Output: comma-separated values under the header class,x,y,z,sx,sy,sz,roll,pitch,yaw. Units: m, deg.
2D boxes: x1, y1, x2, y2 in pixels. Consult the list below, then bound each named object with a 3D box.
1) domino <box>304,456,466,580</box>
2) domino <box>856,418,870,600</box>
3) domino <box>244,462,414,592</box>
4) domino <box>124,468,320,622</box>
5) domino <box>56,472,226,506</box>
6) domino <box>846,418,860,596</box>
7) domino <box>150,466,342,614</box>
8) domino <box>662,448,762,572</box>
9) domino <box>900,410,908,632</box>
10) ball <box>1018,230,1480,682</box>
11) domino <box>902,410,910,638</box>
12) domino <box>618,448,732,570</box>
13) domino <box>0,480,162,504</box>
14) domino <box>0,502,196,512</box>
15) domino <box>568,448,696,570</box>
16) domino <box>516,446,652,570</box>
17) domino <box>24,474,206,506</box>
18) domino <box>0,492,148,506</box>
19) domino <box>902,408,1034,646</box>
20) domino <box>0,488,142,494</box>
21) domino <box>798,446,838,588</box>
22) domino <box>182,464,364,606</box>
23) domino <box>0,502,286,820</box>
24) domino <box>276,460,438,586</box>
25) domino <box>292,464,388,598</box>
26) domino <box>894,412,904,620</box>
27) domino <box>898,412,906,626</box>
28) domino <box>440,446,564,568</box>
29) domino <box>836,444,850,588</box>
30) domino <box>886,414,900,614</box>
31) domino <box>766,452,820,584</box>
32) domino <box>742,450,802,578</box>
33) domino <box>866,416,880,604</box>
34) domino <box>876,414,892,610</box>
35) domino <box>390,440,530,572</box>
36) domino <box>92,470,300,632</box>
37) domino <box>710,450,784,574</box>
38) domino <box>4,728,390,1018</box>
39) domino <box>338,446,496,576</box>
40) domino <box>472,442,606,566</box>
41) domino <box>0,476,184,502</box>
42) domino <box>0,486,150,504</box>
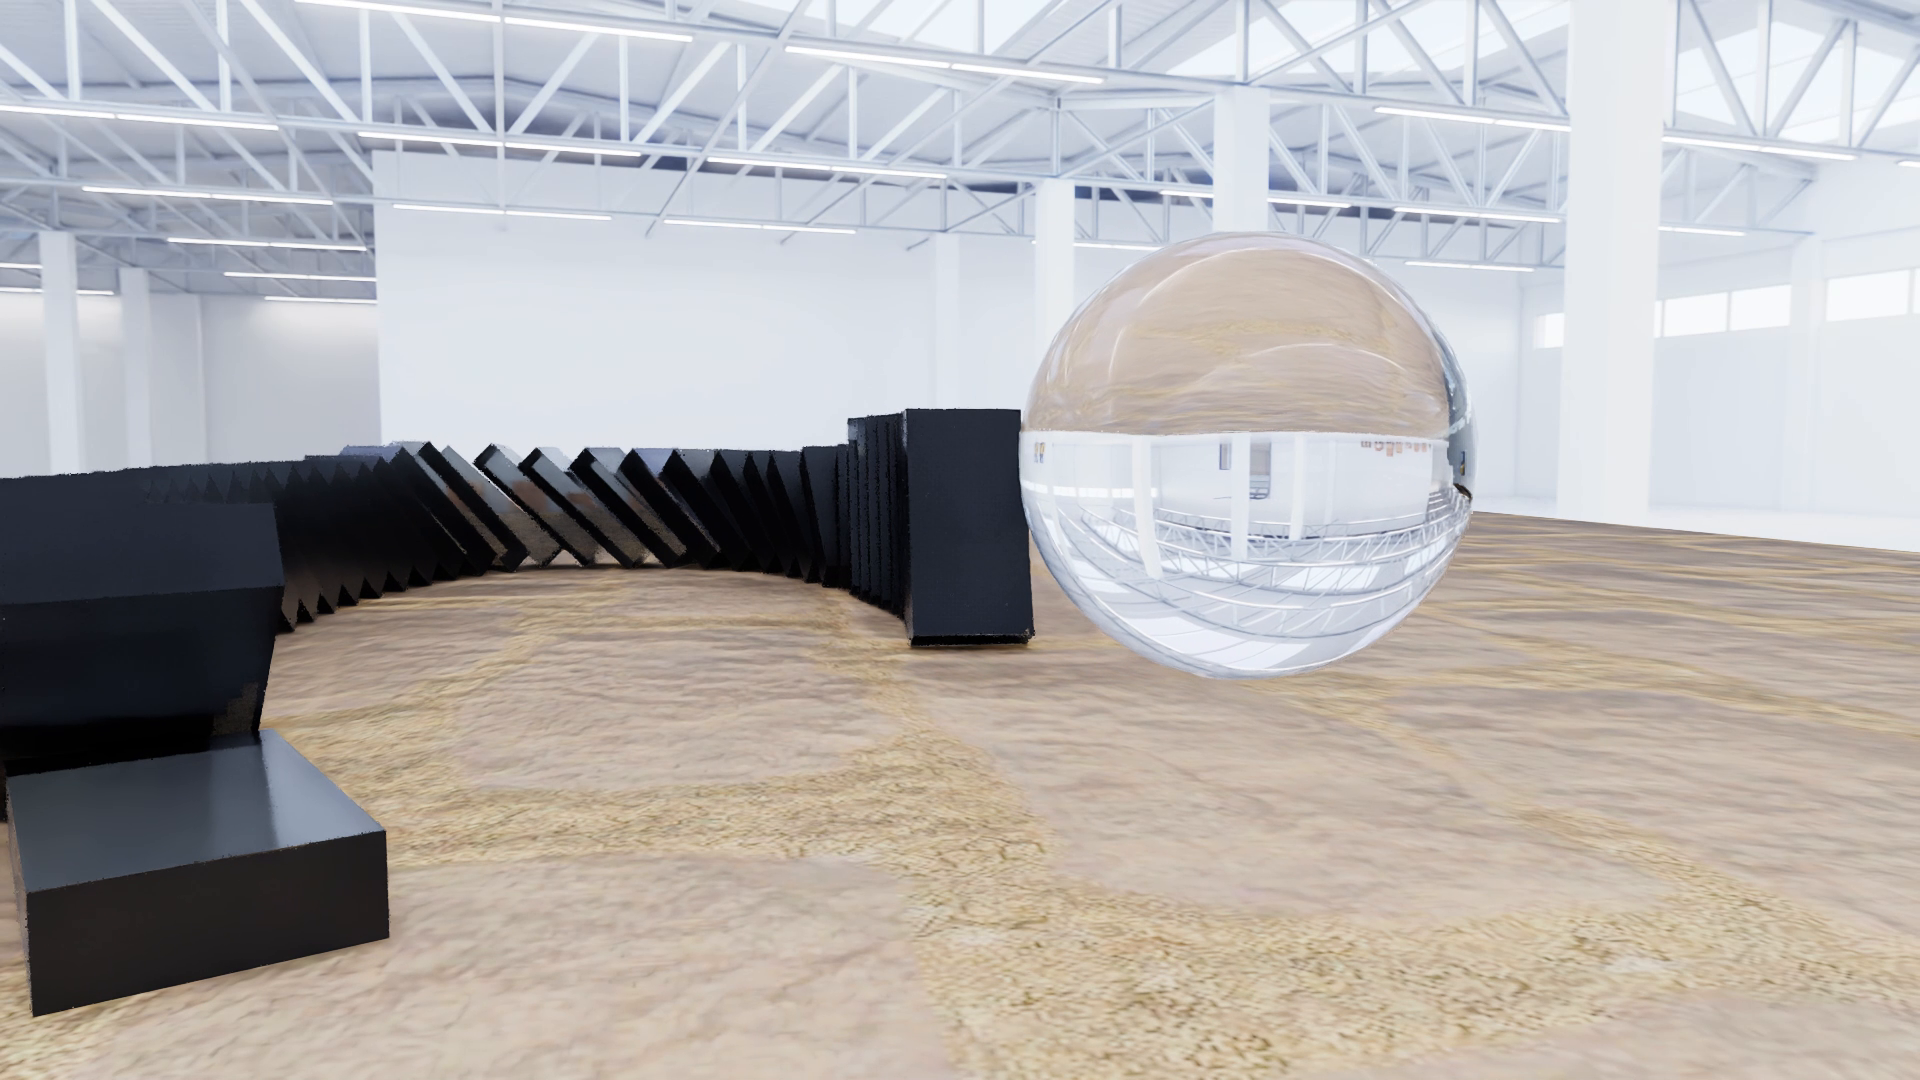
class,x,y,z,sx,sy,sz,roll,pitch,yaw
domino,-0.173,-0.006,0.385,0.025,0.009,0.050,1,-35,14
domino,-0.015,-0.009,0.354,0.025,0.050,0.010,-1,-18,-7
domino,-0.173,-0.003,0.351,0.025,0.009,0.050,0,-33,2
domino,-0.164,0.002,0.286,0.025,0.009,0.050,-1,-32,-10
domino,-0.156,0.005,0.254,0.025,0.009,0.050,-1,-32,-12
domino,-0.019,-0.010,0.365,0.025,0.050,0.009,-1,-18,-8
domino,-0.168,0.001,0.302,0.025,0.009,0.050,0,-33,-5
domino,-0.079,-0.011,0.443,0.025,0.009,0.050,-5,49,-53
domino,0.000,-0.005,0.294,0.025,0.050,0.010,-1,-17,-7
ball,0.050,-0.015,0.231,0.080,0.080,0.080,0,4,0
domino,0.001,-0.004,0.284,0.025,0.050,0.010,-1,-17,-7
domino,-0.094,-0.012,0.448,0.050,0.010,0.025,47,21,16
domino,-0.139,0.008,0.208,0.025,0.010,0.050,-1,-32,-17
domino,-0.103,0.013,0.149,0.025,0.009,0.050,-3,-30,-31
domino,-0.111,-0.012,0.450,0.050,0.010,0.025,44,11,6
domino,-0.128,-0.012,0.445,0.050,0.009,0.025,44,2,-4
domino,-0.150,0.006,0.238,0.025,0.009,0.050,-1,-32,-15
domino,-0.114,0.012,0.163,0.025,0.010,0.050,-3,-30,-25
domino,0.001,-0.003,0.274,0.025,0.050,0.010,-1,-17,-7
domino,-0.123,0.011,0.177,0.025,0.010,0.050,-2,-30,-23
domino,-0.033,-0.008,0.396,0.025,0.009,0.050,-1,49,-18
domino,-0.170,0.000,0.318,0.025,0.010,0.050,0,-33,-4
domino,-0.089,0.014,0.137,0.025,0.010,0.050,-4,-29,-35
domino,-0.173,-0.004,0.367,0.025,0.009,0.050,0,-33,5
domino,-0.172,-0.001,0.335,0.025,0.009,0.050,0,-33,0
domino,-0.003,-0.006,0.315,0.025,0.050,0.010,-1,-17,-7
domino,-0.001,-0.005,0.304,0.025,0.050,0.009,0,-17,-7
domino,-0.159,-0.011,0.438,0.050,0.010,0.025,45,-13,-18
domino,-0.024,-0.008,0.384,0.025,0.009,0.050,2,48,-9
domino,-0.005,-0.007,0.324,0.025,0.050,0.009,-1,-17,-7
domino,-0.043,-0.008,0.410,0.025,0.010,0.050,-2,46,-26
domino,-0.052,-0.009,0.423,0.025,0.010,0.050,-2,45,-31
domino,-0.012,-0.008,0.344,0.025,0.050,0.009,-1,-17,-7
domino,-0.009,-0.008,0.334,0.025,0.050,0.009,-1,-17,-7
domino,-0.166,-0.011,0.420,0.025,0.050,0.009,4,48,42
domino,-0.160,0.004,0.270,0.025,0.009,0.050,-1,-32,-12
domino,-0.063,-0.010,0.435,0.025,0.009,0.050,-2,46,-40
domino,-0.074,0.029,0.122,0.025,0.009,0.050,-3,5,-38
domino,-0.171,-0.009,0.403,0.025,0.010,0.050,2,-40,26
domino,-0.144,-0.012,0.445,0.050,0.009,0.025,44,-4,-5
domino,-0.145,0.007,0.223,0.025,0.010,0.050,-1,-32,-16
domino,-0.132,0.010,0.192,0.025,0.010,0.050,-2,-31,-20
